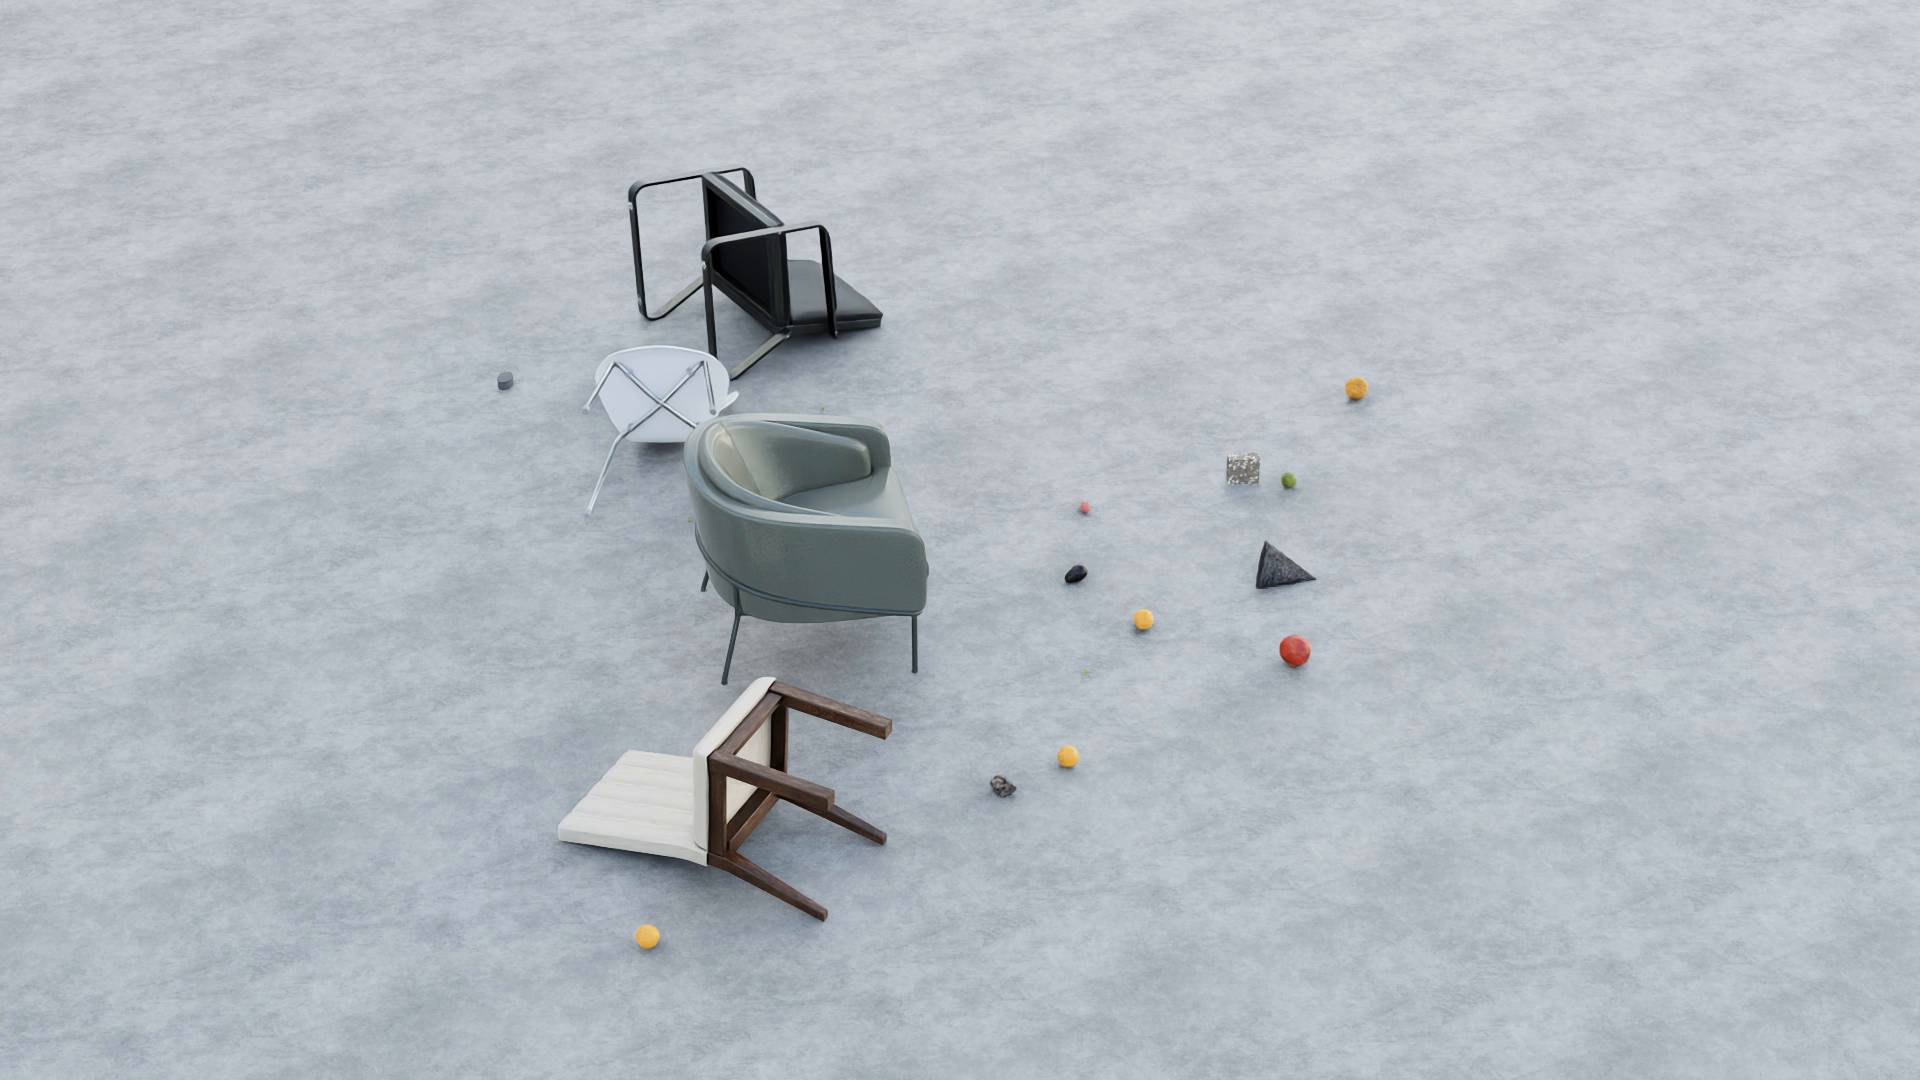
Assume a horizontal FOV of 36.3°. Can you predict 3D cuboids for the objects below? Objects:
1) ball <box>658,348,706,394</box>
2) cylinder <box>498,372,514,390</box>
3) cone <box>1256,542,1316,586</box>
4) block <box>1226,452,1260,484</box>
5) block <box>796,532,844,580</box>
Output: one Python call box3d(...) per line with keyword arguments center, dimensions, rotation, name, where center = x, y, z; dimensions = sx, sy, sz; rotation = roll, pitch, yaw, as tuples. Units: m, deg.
box3d(center=(-1.116, -0.680, 11.803), dimensions=(0.191, 0.191, 0.191), rotation=(0, 33, 0), name="ball")
box3d(center=(-1.843, -0.645, 11.889), dimensions=(0.060, 0.038, 0.084), rotation=(8, 34, 12), name="cylinder")
box3d(center=(1.204, 0.115, 10.719), dimensions=(0.216, 0.097, 0.205), rotation=(16, 54, -3), name="cone")
box3d(center=(1.088, -0.275, 11.263), dimensions=(0.119, 0.109, 0.049), rotation=(-2, 33, -3), name="block")
box3d(center=(-0.514, 0.056, 10.786), dimensions=(0.122, 0.081, 0.168), rotation=(11, 35, 17), name="block")
